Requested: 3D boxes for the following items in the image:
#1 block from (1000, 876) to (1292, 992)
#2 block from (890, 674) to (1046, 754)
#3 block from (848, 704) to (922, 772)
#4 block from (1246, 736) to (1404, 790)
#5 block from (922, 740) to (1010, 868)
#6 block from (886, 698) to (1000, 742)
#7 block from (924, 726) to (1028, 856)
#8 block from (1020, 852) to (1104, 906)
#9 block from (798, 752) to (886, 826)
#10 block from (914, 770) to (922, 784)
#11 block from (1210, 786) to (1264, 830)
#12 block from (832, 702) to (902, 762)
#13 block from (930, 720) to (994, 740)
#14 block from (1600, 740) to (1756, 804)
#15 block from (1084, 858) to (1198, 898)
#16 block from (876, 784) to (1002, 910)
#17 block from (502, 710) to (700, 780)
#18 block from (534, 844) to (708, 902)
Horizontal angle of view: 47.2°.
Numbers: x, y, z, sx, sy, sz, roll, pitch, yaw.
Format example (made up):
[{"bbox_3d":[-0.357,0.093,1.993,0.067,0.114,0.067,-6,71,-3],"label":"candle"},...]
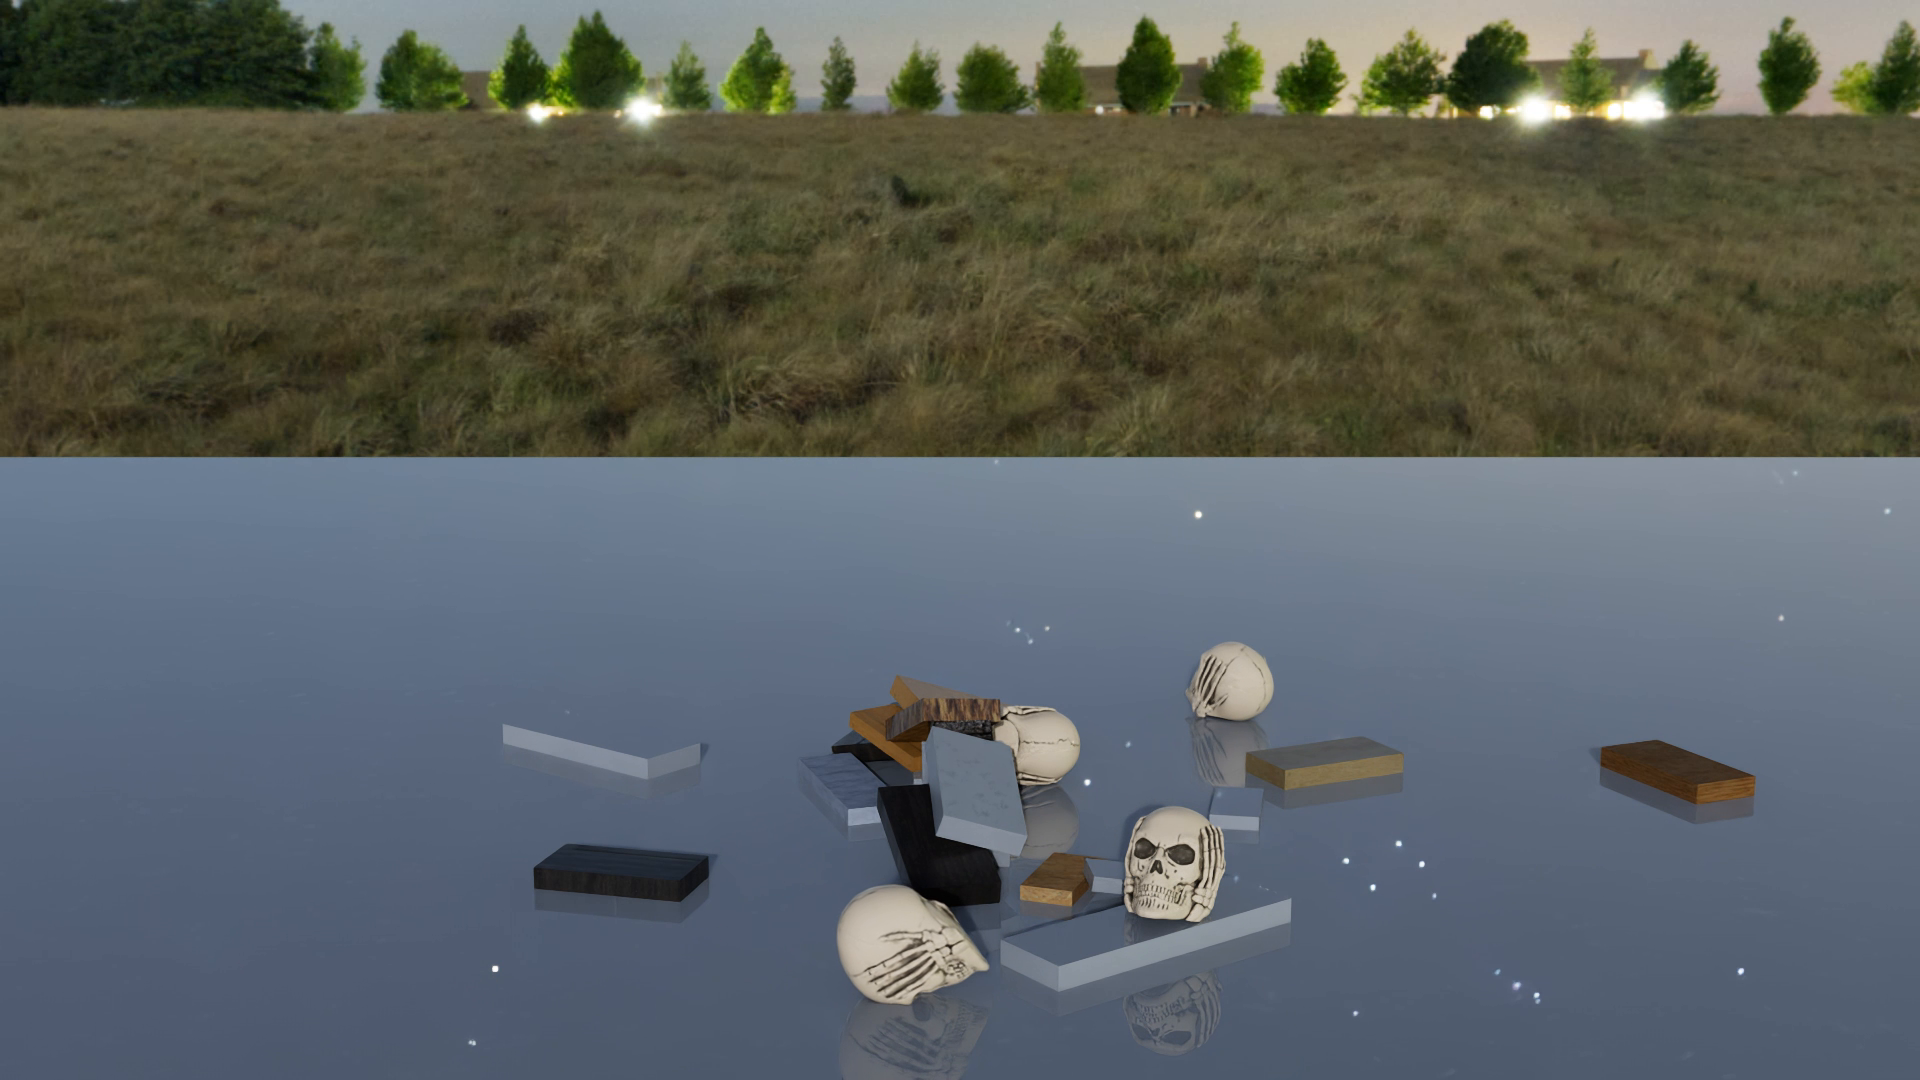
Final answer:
[{"bbox_3d":[0.297,0.611,3.445,0.485,0.040,0.140,-8,13,-36],"label":"block"},{"bbox_3d":[0.015,0.355,4.487,0.293,0.042,0.147,17,12,-27],"label":"block"},{"bbox_3d":[-0.112,0.389,4.342,0.110,0.031,0.220,-8,25,-36],"label":"block"},{"bbox_3d":[0.723,0.441,4.363,0.279,0.040,0.140,-5,12,-25],"label":"block"},{"bbox_3d":[0.008,0.467,3.910,0.149,0.042,0.297,0,33,-2],"label":"block"},{"bbox_3d":[-0.035,0.342,4.164,0.147,0.042,0.293,2,-13,-15],"label":"block"},{"bbox_3d":[0.025,0.432,3.808,0.148,0.042,0.297,16,23,-12],"label":"block"},{"bbox_3d":[0.173,0.570,3.705,0.090,0.026,0.180,4,11,20],"label":"block"},{"bbox_3d":[-0.211,0.474,4.210,0.110,0.031,0.359,-4,11,-19],"label":"block"},{"bbox_3d":[-0.030,0.431,4.421,0.131,0.037,0.461,0,11,-2],"label":"block"},{"bbox_3d":[0.515,0.498,4.092,0.090,0.026,0.180,2,11,10],"label":"block"},{"bbox_3d":[-0.140,0.389,4.501,0.131,0.037,0.262,-8,12,29],"label":"block"},{"bbox_3d":[0.008,0.390,4.108,0.110,0.031,0.220,-2,-25,3],"label":"block"},{"bbox_3d":[1.402,0.452,4.304,0.139,0.040,0.279,-4,11,-22],"label":"block"},{"bbox_3d":[0.302,0.565,3.658,0.180,0.025,0.090,7,11,-8],"label":"block"},{"bbox_3d":[-0.039,0.514,3.726,0.149,0.042,0.297,-3,28,-13],"label":"block"},{"bbox_3d":[-0.736,0.415,4.496,0.427,0.042,0.147,8,13,37],"label":"block"},{"bbox_3d":[-0.572,0.562,3.719,0.262,0.037,0.131,3,11,14],"label":"block"}]
